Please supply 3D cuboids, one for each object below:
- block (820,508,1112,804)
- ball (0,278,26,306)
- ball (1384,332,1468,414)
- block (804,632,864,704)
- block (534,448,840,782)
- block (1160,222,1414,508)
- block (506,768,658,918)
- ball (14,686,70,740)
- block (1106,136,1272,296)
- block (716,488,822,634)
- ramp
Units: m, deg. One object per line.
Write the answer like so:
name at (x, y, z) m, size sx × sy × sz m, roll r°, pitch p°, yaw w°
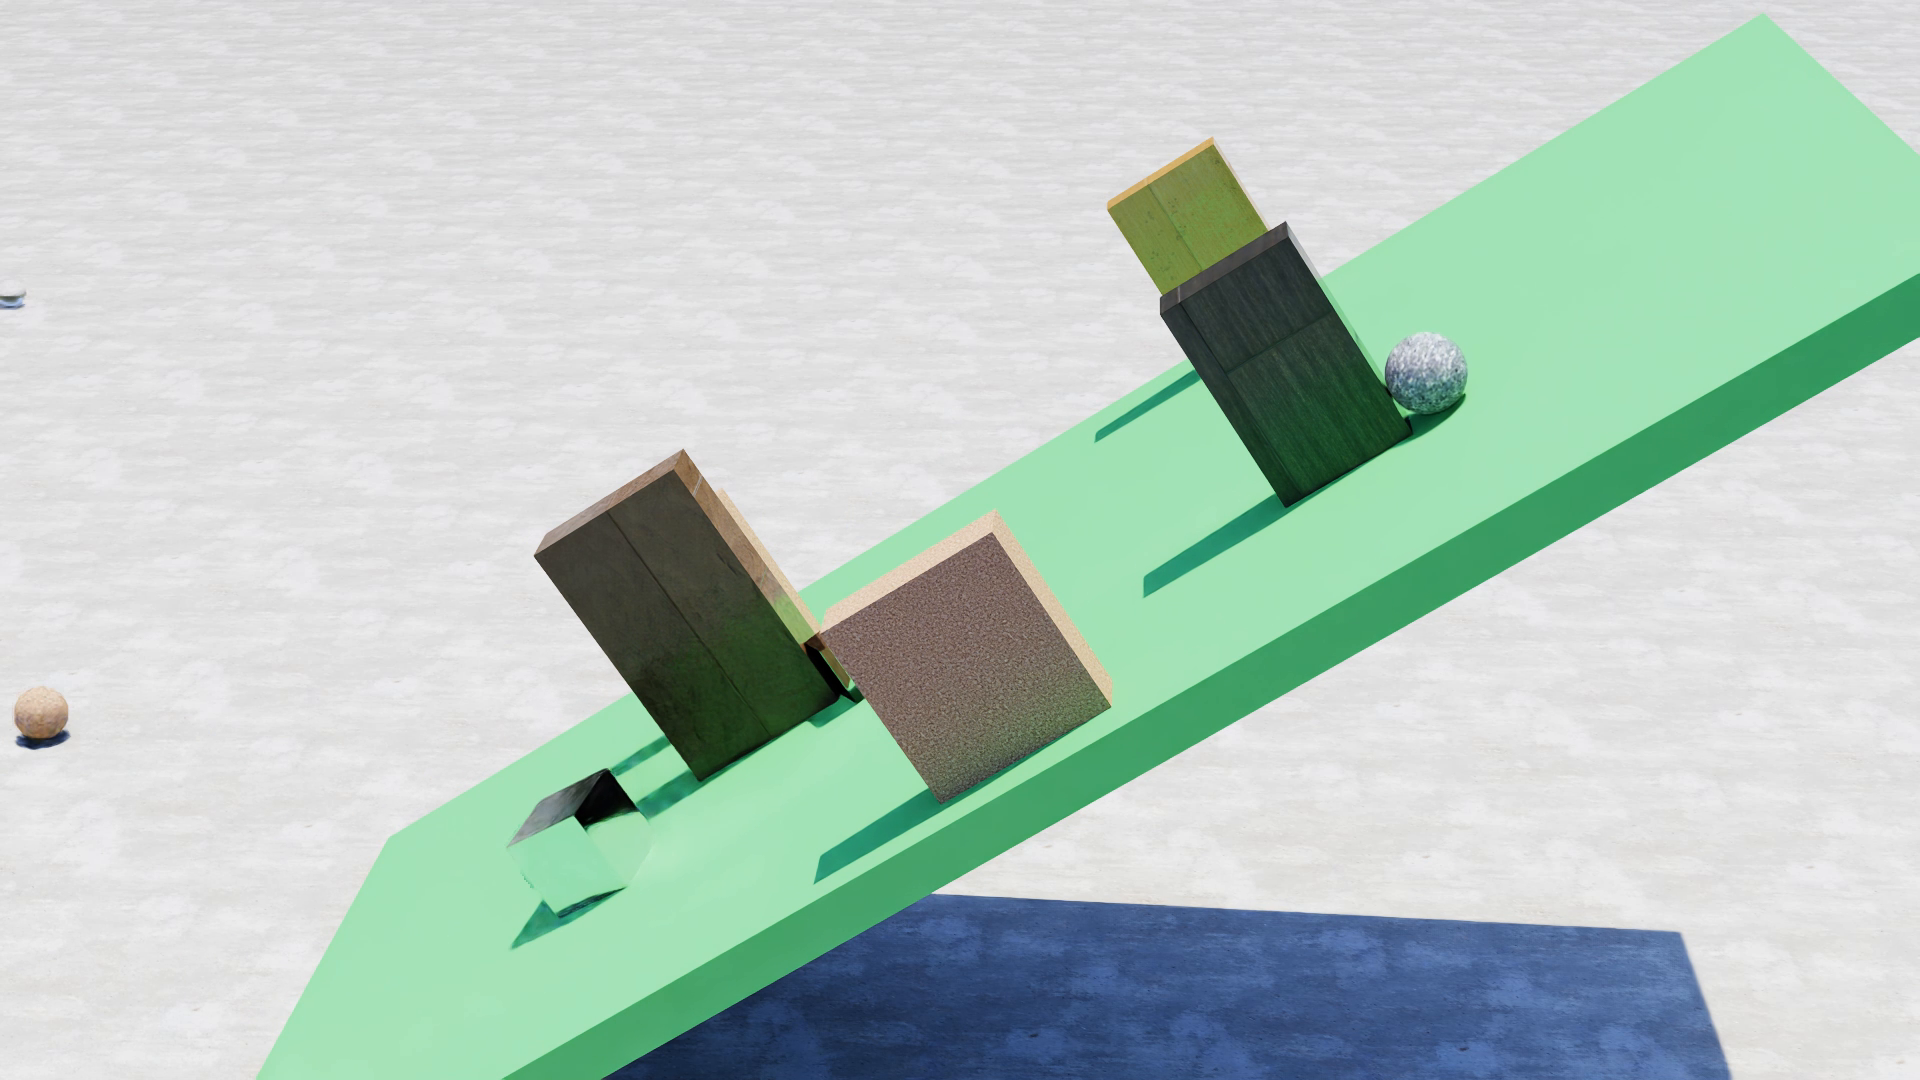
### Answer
block at (0.015, 0.218, 5.441) m, size 0.377 × 0.403 × 0.123 m, roll -31°, pitch 15°, yaw 14°
ball at (-4.124, -1.078, 12.781) m, size 0.125 × 0.125 × 0.125 m, roll 0°, pitch 20°, yaw 0°
ball at (0.903, -0.325, 5.699) m, size 0.160 × 0.160 × 0.160 m, roll 0°, pitch 20°, yaw 0°
block at (-0.224, 0.245, 6.366) m, size 0.143 × 0.143 × 0.143 m, roll -37°, pitch 15°, yaw -10°
block at (-0.587, 0.168, 6.435) m, size 0.373 × 0.628 × 0.138 m, roll -31°, pitch 15°, yaw 14°
block at (0.634, -0.340, 5.724) m, size 0.287 × 0.466 × 0.123 m, roll -31°, pitch 15°, yaw 14°
block at (-0.803, 0.645, 6.262) m, size 0.194 × 0.194 × 0.194 m, roll -27°, pitch 17°, yaw 27°
ball at (-2.647, 0.498, 8.473) m, size 0.154 × 0.154 × 0.154 m, roll 0°, pitch 20°, yaw 0°
block at (0.586, -0.668, 6.858) m, size 0.288 × 0.454 × 0.082 m, roll -31°, pitch 15°, yaw 14°
block at (-0.604, 0.169, 6.841) m, size 0.415 × 0.435 × 0.080 m, roll -31°, pitch 15°, yaw 14°
ramp at (0.139, 0.171, 6.296) m, size 4.000 × 0.100 × 2.000 m, roll -31°, pitch 15°, yaw 14°
